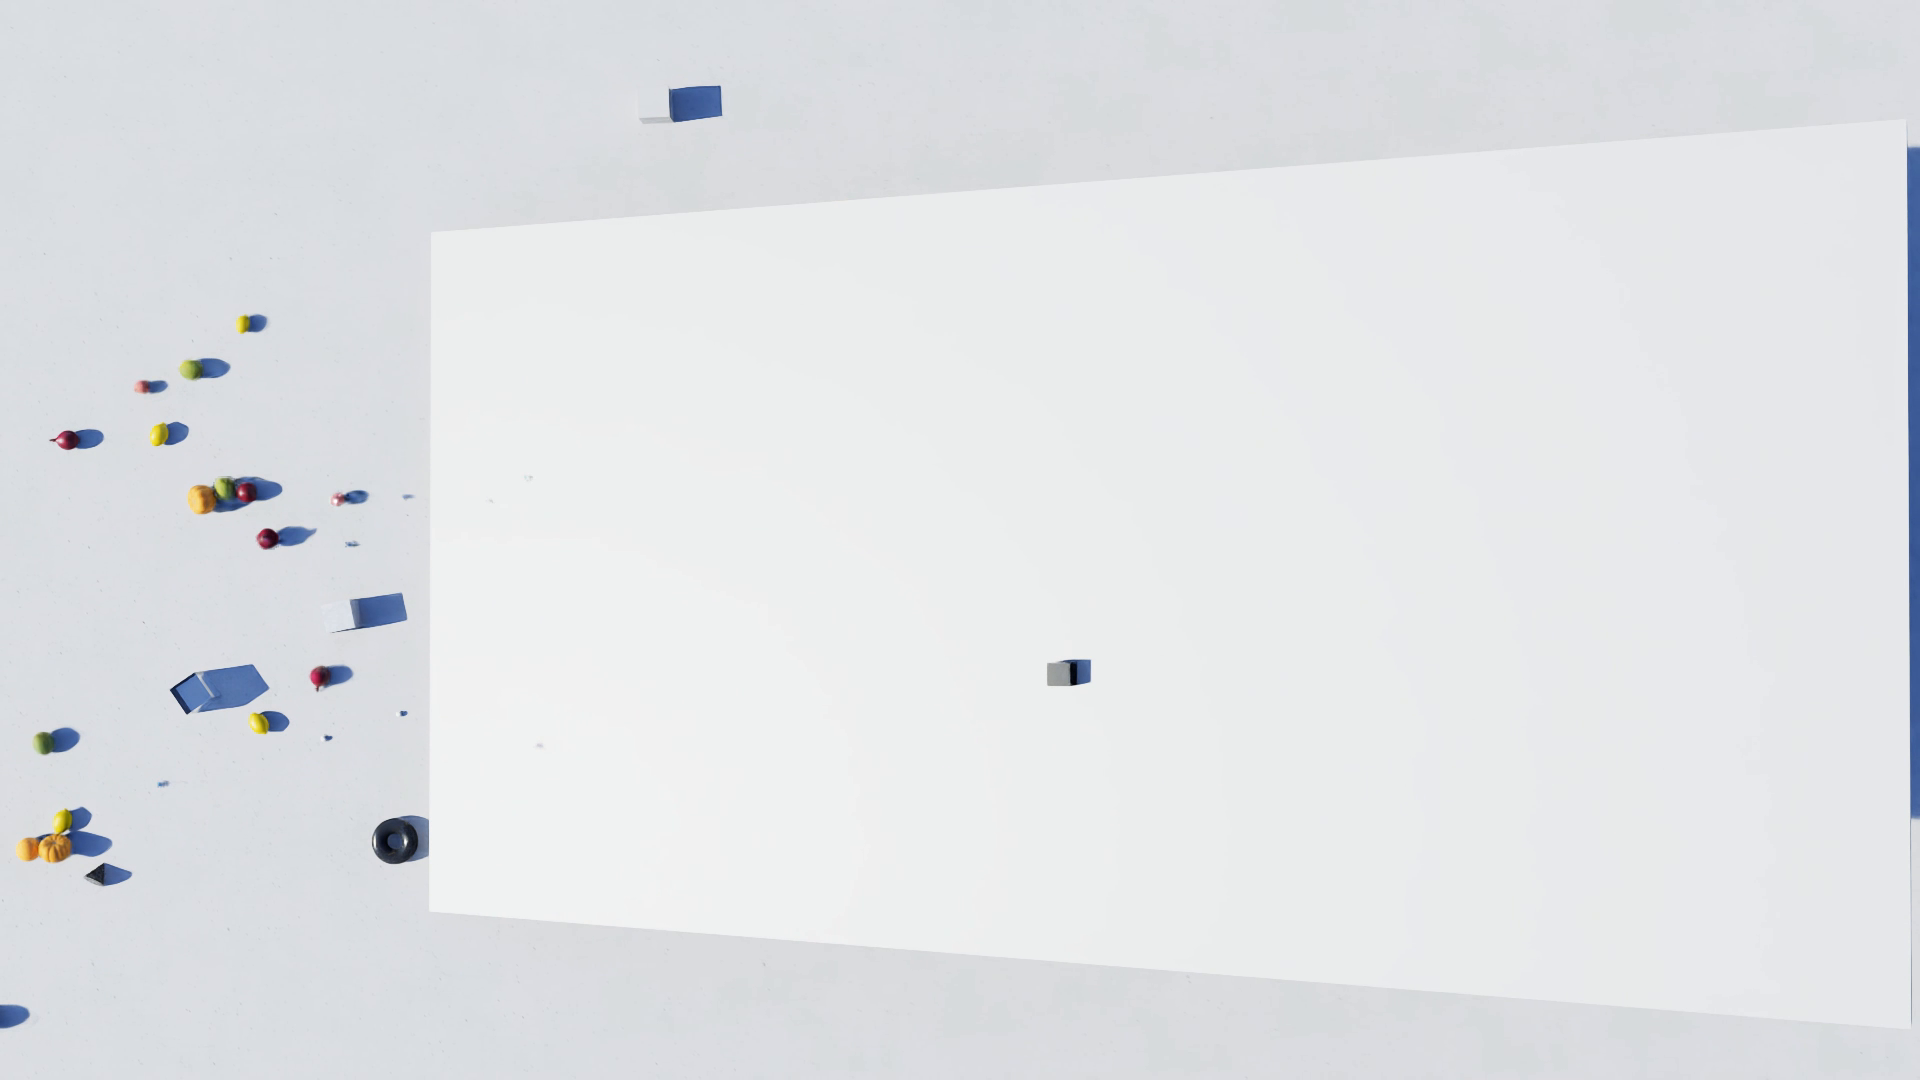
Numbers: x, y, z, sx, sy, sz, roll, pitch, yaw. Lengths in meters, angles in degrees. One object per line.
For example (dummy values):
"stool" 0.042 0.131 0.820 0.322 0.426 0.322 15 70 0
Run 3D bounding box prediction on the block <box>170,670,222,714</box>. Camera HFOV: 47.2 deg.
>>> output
"block" -2.265 0.452 6.519 0.091 0.091 0.091 -35 89 0

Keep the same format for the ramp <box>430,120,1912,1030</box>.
"ramp" 0.283 0.083 5.700 4.000 0.100 2.000 0 89 24

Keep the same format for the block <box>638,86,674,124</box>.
"block" -0.905 -1.294 6.539 0.092 0.092 0.092 -2 89 0

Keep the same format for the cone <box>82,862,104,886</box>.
"cone" -2.563 0.987 6.544 0.065 0.065 0.065 21 63 0

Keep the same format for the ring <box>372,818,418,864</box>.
"ring" -1.680 0.895 6.537 0.139 0.046 0.139 0 89 1

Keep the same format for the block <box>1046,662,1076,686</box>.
"block" 0.260 0.343 5.620 0.059 0.059 0.059 0 89 24

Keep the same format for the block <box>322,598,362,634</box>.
"block" -1.833 0.225 6.525 0.085 0.085 0.085 -12 89 0
